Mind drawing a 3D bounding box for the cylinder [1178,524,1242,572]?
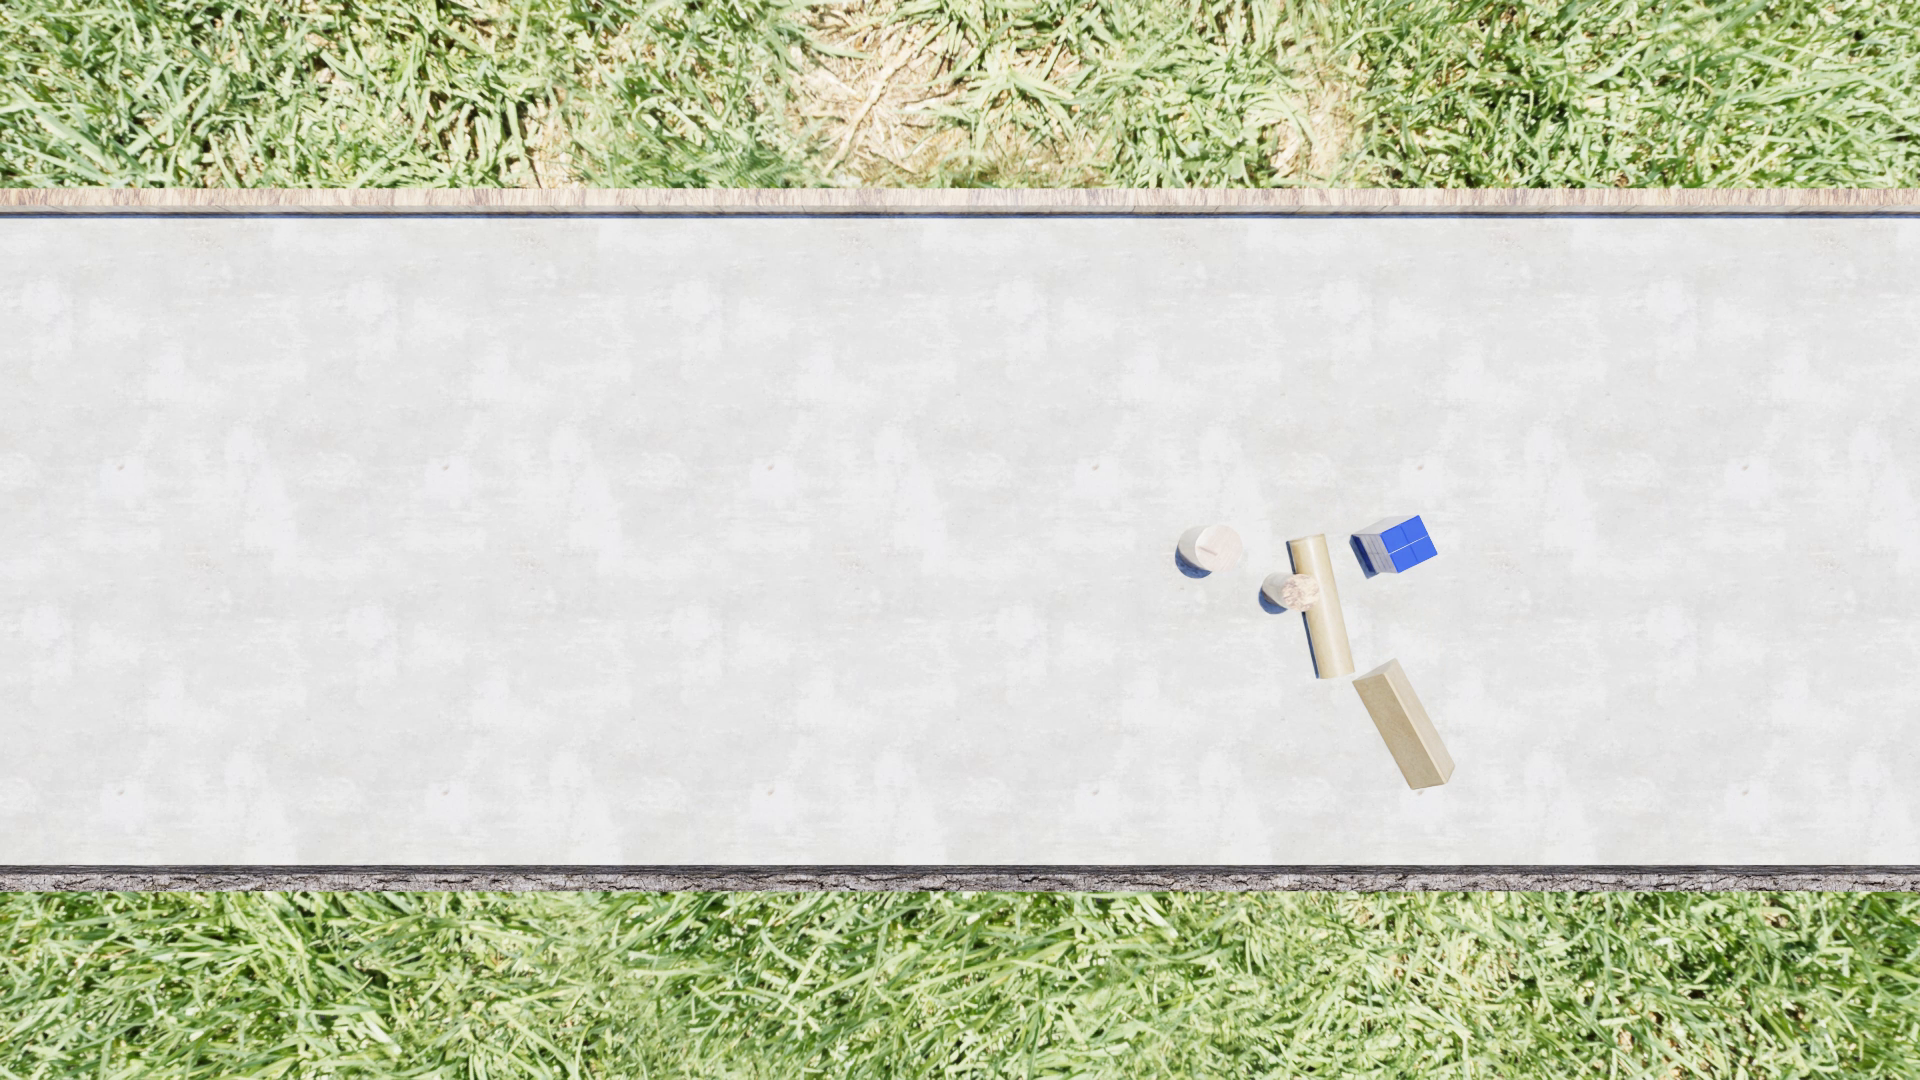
[{"bbox_3d":[0.738,0.024,4.886,0.135,0.381,0.135,0,90,0],"label":"cylinder"}]

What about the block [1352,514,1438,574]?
[{"bbox_3d":[1.290,0.012,4.908,0.128,0.337,0.128,-26,90,0],"label":"block"}]

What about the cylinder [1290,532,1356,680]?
[{"bbox_3d":[1.103,0.201,5.022,0.109,0.109,0.431,-13,90,0],"label":"cylinder"}]

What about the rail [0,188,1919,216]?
[{"bbox_3d":[-2.247,-1.025,5.002,12.000,0.150,0.050,0,90,0],"label":"rail"}]

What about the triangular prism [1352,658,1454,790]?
[{"bbox_3d":[1.365,0.564,5.007,0.151,0.131,0.381,-29,90,0],"label":"triangular prism"}]

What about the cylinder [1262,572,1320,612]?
[{"bbox_3d":[0.980,0.151,4.905,0.107,0.342,0.107,0,90,0],"label":"cylinder"}]

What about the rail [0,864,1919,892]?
[{"bbox_3d":[-2.247,1.025,5.001,12.000,0.150,0.050,0,90,0],"label":"rail"}]
